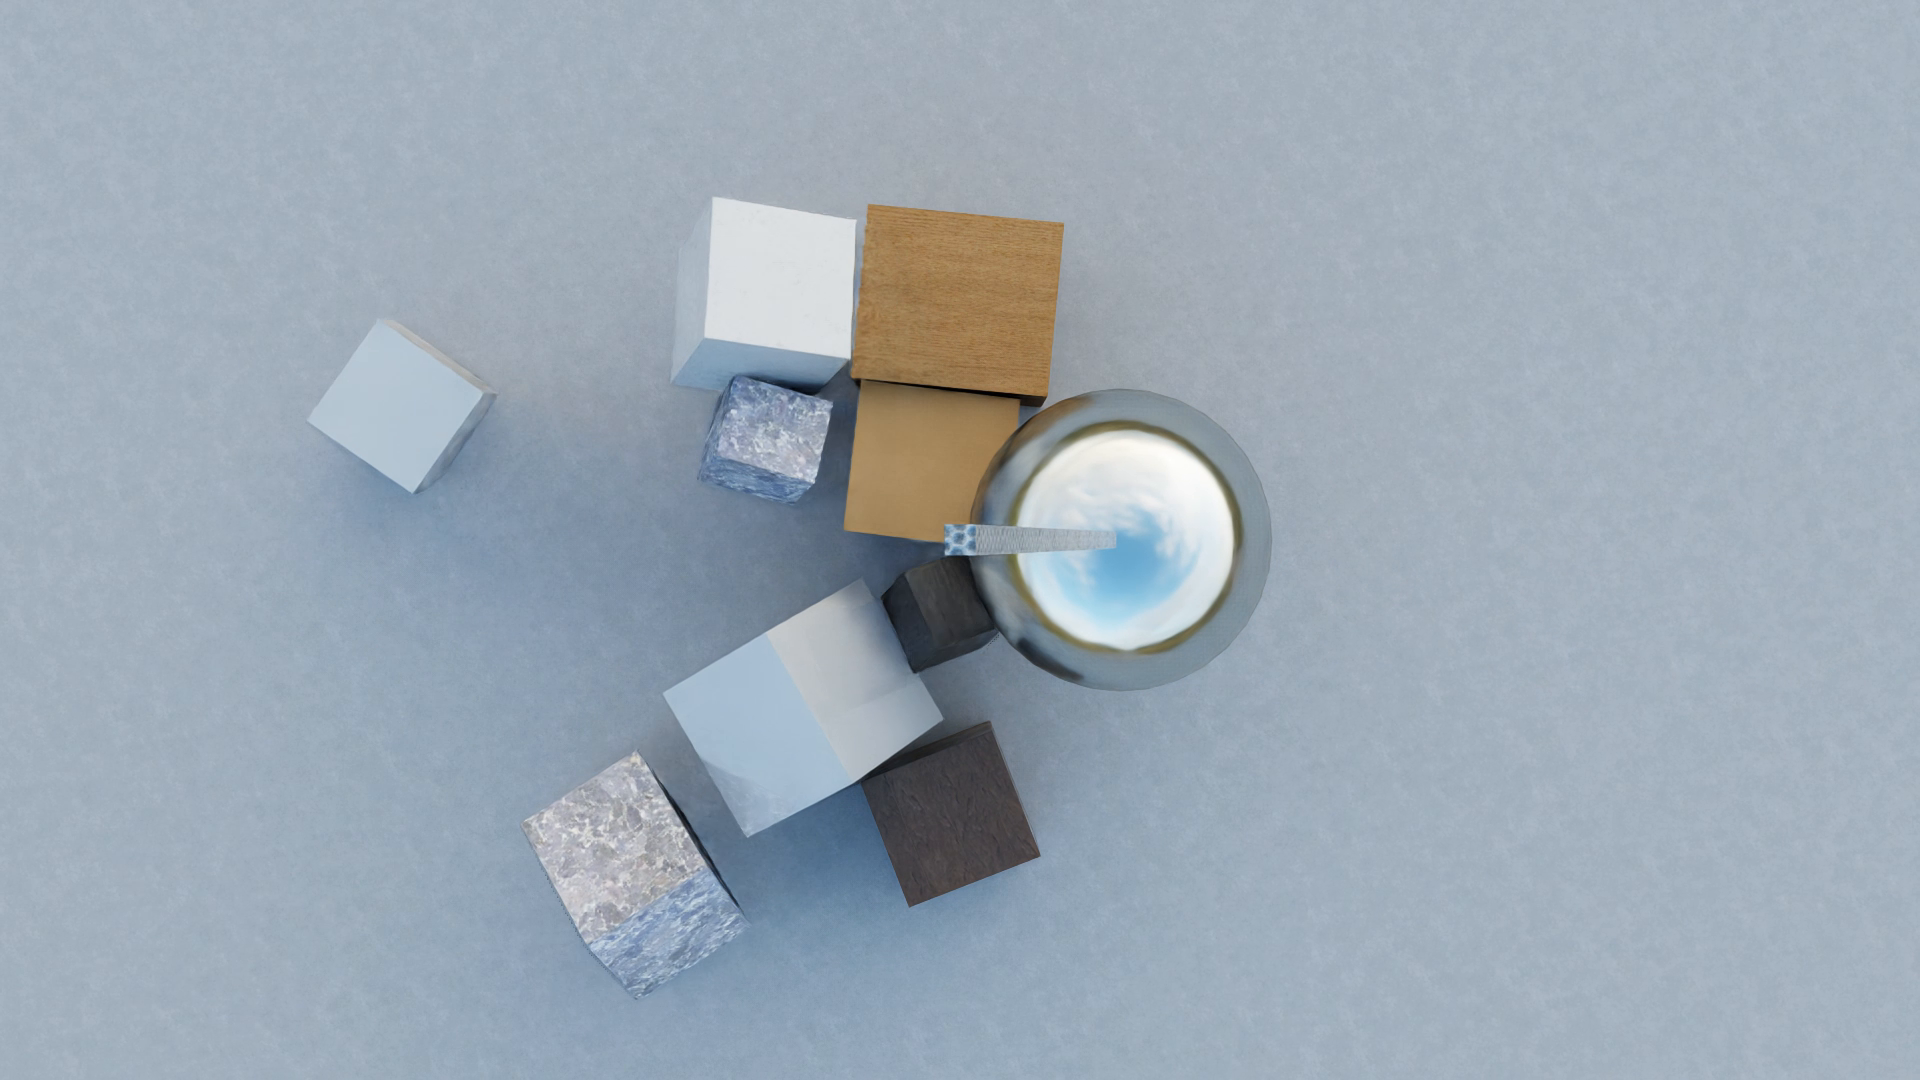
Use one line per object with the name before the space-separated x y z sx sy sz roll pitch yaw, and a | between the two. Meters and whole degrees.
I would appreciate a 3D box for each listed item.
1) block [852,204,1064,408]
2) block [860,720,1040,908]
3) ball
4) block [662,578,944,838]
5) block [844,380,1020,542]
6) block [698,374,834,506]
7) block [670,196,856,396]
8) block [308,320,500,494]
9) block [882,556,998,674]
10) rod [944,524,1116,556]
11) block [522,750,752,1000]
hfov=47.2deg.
block | -0.012 -1.310 12.510 1.079 0.981 0.954 6 90 0
block | -0.053 1.557 12.629 0.789 0.741 0.750 -21 90 0
ball | 0.840 0.000 11.587 1.600 1.600 1.600 0 90 0
block | -0.871 0.934 12.354 0.864 0.973 0.930 -30 90 35
block | -0.155 -0.414 12.560 0.884 0.879 0.836 7 90 0
block | -1.097 -0.553 12.334 0.564 0.564 0.478 16 74 -14
block | -1.093 -1.310 12.158 0.798 0.813 0.801 7 74 -19
block | -3.178 -0.765 12.615 0.706 0.672 0.693 35 90 -6
block | -0.091 0.397 12.386 0.449 0.487 0.477 -19 78 -23
rod | 0.364 0.000 8.220 0.080 5.200 0.080 0 90 8
block | -1.812 1.886 12.356 0.757 0.855 0.879 -32 57 -8
